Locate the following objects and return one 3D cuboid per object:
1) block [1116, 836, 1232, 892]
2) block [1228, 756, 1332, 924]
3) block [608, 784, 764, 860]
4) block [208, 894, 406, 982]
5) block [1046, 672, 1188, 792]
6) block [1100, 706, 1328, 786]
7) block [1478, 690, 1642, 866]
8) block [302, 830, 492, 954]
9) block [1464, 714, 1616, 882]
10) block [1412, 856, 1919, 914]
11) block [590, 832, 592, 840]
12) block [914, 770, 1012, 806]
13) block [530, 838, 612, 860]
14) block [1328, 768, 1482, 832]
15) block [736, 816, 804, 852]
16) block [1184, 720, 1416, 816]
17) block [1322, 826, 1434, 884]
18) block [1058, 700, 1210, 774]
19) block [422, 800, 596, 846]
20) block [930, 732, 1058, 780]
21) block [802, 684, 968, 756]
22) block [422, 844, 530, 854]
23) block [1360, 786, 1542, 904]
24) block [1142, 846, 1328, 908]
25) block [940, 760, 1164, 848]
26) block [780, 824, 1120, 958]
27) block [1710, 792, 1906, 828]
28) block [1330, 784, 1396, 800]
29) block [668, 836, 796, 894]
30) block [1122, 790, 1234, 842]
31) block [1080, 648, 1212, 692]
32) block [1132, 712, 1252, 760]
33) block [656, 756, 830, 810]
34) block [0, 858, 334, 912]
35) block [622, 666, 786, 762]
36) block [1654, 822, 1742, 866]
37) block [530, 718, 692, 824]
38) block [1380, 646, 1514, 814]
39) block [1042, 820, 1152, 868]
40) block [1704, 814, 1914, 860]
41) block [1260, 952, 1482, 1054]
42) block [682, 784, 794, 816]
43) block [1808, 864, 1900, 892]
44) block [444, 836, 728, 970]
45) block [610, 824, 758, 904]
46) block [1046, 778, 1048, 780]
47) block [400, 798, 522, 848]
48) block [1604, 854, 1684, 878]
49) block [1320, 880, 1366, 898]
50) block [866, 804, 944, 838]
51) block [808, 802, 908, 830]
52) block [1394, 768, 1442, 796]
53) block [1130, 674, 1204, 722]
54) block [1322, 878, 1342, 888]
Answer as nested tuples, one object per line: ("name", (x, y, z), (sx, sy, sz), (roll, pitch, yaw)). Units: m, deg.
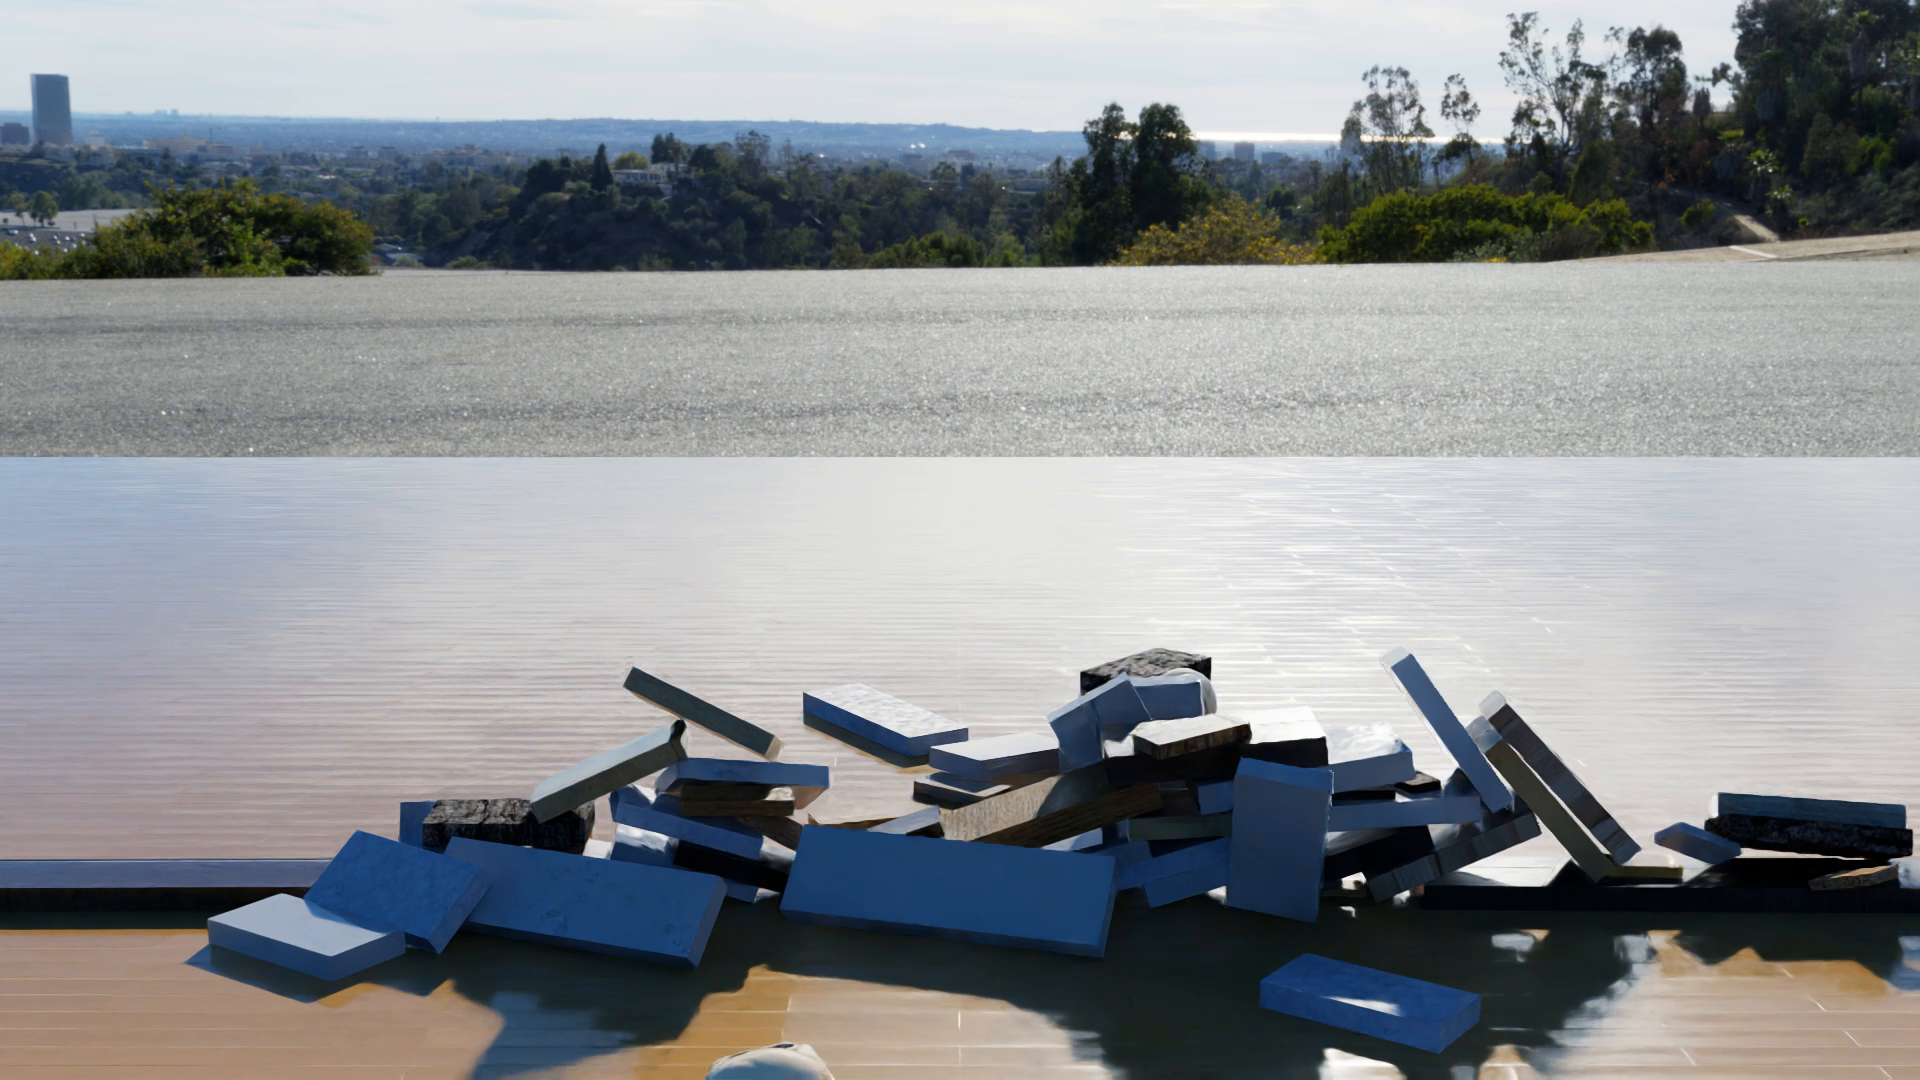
("block", (0.331, 0.520, 3.653), (0.268, 0.038, 0.134), (-17, 11, 2))
("block", (0.504, 0.476, 3.476), (0.144, 0.288, 0.041), (9, 38, 15))
("block", (-0.453, 0.462, 3.636), (0.247, 0.035, 0.123), (17, 7, -15))
("block", (-1.017, 0.616, 3.419), (0.287, 0.041, 0.144), (7, 13, 33))
("block", (0.291, 0.397, 3.765), (0.153, 0.307, 0.043), (-29, 12, 3))
("block", (0.412, 0.337, 3.601), (0.350, 0.050, 0.175), (-6, 12, 0))
("block", (0.994, 0.392, 3.658), (0.042, 0.323, 0.149), (-43, -1, 9))
("block", (-0.896, 0.557, 3.500), (0.287, 0.041, 0.144), (9, 50, 33))
("block", (0.955, 0.425, 3.633), (0.041, 0.292, 0.146), (-41, 8, 7))
("block", (1.320, 0.572, 3.649), (1.123, 0.042, 0.148), (0, 11, 1))
("block", (-0.743, 0.510, 3.814), (0.209, 0.104, 0.030), (-1, -27, -10))
("block", (0.004, 0.478, 4.207), (0.171, 0.024, 0.085), (8, 13, 37))
("block", (-0.582, 0.542, 3.655), (0.264, 0.037, 0.132), (12, 8, -10))
("block", (0.692, 0.433, 3.645), (0.305, 0.043, 0.153), (-4, 11, -1))
("block", (-0.292, 0.489, 3.689), (0.181, 0.026, 0.090), (30, 4, -12))
("block", (0.552, 0.373, 3.616), (0.350, 0.050, 0.175), (-9, 12, -1))
("block", (0.620, 0.517, 3.665), (0.305, 0.043, 0.153), (-19, 11, 1))
("block", (0.342, 0.398, 4.275), (0.298, 0.042, 0.149), (-12, 29, 8))
("block", (-0.748, 0.471, 3.662), (0.264, 0.037, 0.132), (1, 10, -2))
("block", (0.089, 0.428, 4.365), (0.280, 0.040, 0.140), (-4, 9, -44))
("block", (-0.164, 0.380, 4.687), (0.144, 0.041, 0.443), (-7, 13, -32))
("block", (-0.754, 0.539, 3.662), (0.264, 0.037, 0.132), (15, 10, -1))
("block", (0.806, 0.505, 3.656), (0.292, 0.041, 0.146), (-24, 9, 4))
("block", (0.448, 0.524, 3.666), (0.305, 0.043, 0.153), (-17, 11, 1))
("block", (0.059, 0.478, 3.644), (0.551, 0.050, 0.175), (-19, 11, 3))
("block", (-0.017, 0.554, 3.486), (0.525, 0.043, 0.153), (3, 55, 18))
("block", (1.440, 0.469, 3.747), (0.296, 0.042, 0.148), (3, -12, 14))
("block", (0.659, 0.411, 3.614), (0.110, 0.016, 0.055), (-2, 11, 9))
("block", (-0.358, 0.532, 3.650), (0.247, 0.035, 0.123), (18, 8, -14))
("block", (0.404, 0.449, 3.627), (0.268, 0.038, 0.134), (-3, 11, -3))
("block", (0.431, 0.307, 5.072), (0.153, 0.043, 0.307), (9, 14, 39))
("block", (0.374, 0.314, 3.544), (0.171, 0.024, 0.086), (-11, 13, -24))
("block", (-0.369, 0.413, 3.729), (0.265, 0.038, 0.133), (6, -25, -22))
("block", (-1.351, 0.572, 3.653), (1.130, 0.041, 0.144), (0, 11, -1))
("block", (-0.428, 0.295, 3.687), (0.265, 0.038, 0.133), (25, -10, 8))
("block", (1.221, 0.503, 3.639), (0.128, 0.018, 0.064), (21, -33, -19))
("block", (-0.577, 0.382, 3.648), (0.266, 0.038, 0.133), (-24, 10, 0))
("block", (0.806, 0.311, 3.647), (0.041, 0.292, 0.146), (-35, 0, 5))
("block", (0.180, 0.526, 3.652), (0.268, 0.038, 0.134), (-16, 11, 4))
("block", (1.421, 0.499, 3.692), (0.296, 0.042, 0.148), (5, -11, 4))
("block", (0.589, 0.663, 3.165), (0.280, 0.040, 0.140), (8, 13, 36))
("block", (-0.367, 0.428, 3.621), (0.181, 0.026, 0.090), (0, 10, -7))
("block", (1.429, 0.541, 3.516), (0.064, 0.018, 0.128), (-10, -8, -27))
("block", (-0.612, 0.566, 3.453), (0.494, 0.040, 0.140), (4, 55, 23))
("block", (-0.457, 0.533, 3.658), (0.247, 0.035, 0.123), (18, 8, -9))
("block", (0.209, 0.500, 4.041), (0.144, 0.041, 0.288), (2, 11, 12))
("block", (-0.868, 0.507, 3.830), (0.209, 0.104, 0.030), (-1, -27, -9))
("block", (1.129, 0.541, 3.655), (0.128, 0.018, 0.064), (1, 11, 4))
("block", (0.626, 0.583, 3.671), (0.096, 0.014, 0.048), (0, 11, 2))
("block", (-0.117, 0.495, 3.661), (0.181, 0.026, 0.090), (-19, 11, 1))
("block", (-0.184, 0.512, 4.023), (0.171, 0.024, 0.085), (-4, 11, -19))
("block", (0.745, 0.398, 3.654), (0.055, 0.016, 0.110), (-8, 11, -21))
("block", (0.354, 0.389, 3.821), (0.153, 0.307, 0.043), (-4, 15, 10))
("block", (0.589, 0.567, 3.673), (0.096, 0.014, 0.048), (-7, 10, 8))
